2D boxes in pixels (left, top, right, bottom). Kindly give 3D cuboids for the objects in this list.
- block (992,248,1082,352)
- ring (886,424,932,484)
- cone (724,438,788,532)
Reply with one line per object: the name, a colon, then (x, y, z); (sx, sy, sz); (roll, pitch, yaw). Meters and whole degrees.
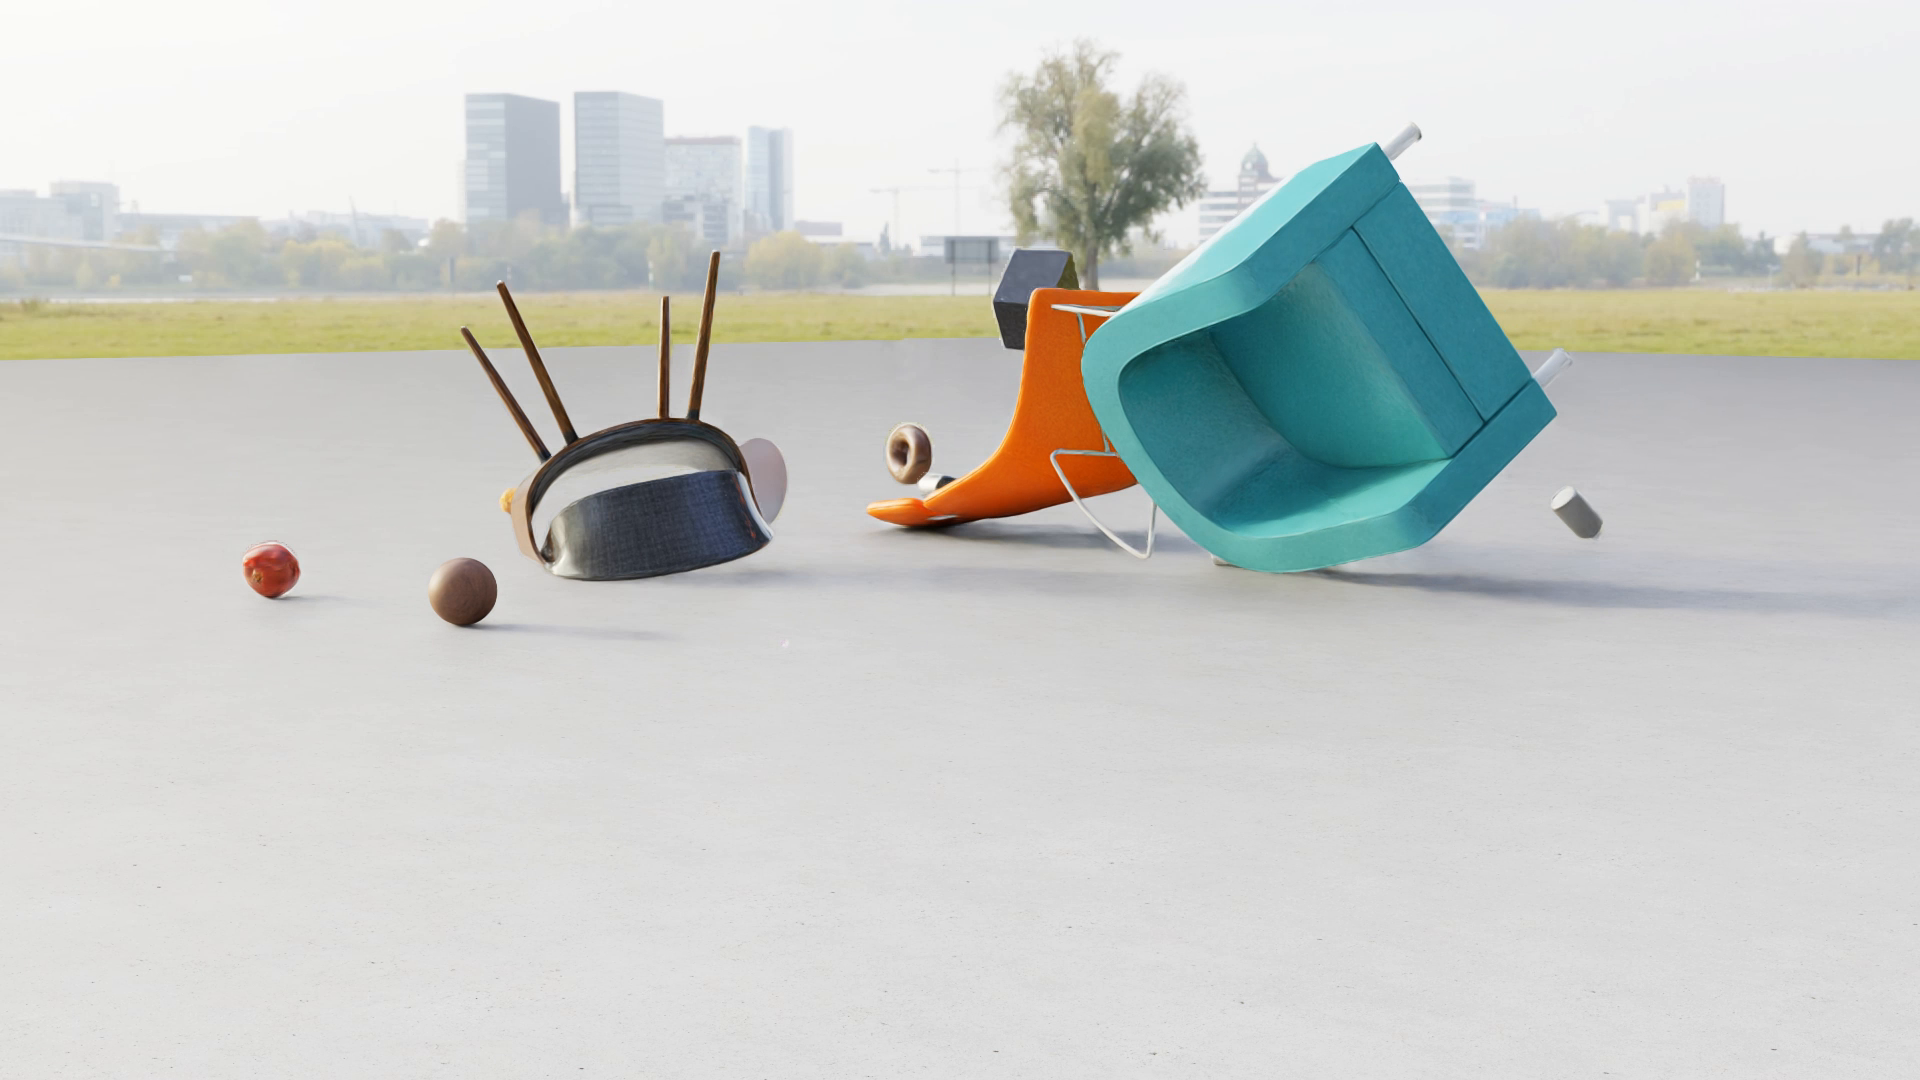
block: (0.235, -0.722, 7.723); (0.178, 0.190, 0.237); (5, 49, 21)
ring: (-0.157, -0.263, 7.868); (0.068, 0.187, 0.223); (6, 16, -32)
cone: (-0.563, -0.131, 6.665); (0.170, 0.249, 0.175); (15, -12, -24)
